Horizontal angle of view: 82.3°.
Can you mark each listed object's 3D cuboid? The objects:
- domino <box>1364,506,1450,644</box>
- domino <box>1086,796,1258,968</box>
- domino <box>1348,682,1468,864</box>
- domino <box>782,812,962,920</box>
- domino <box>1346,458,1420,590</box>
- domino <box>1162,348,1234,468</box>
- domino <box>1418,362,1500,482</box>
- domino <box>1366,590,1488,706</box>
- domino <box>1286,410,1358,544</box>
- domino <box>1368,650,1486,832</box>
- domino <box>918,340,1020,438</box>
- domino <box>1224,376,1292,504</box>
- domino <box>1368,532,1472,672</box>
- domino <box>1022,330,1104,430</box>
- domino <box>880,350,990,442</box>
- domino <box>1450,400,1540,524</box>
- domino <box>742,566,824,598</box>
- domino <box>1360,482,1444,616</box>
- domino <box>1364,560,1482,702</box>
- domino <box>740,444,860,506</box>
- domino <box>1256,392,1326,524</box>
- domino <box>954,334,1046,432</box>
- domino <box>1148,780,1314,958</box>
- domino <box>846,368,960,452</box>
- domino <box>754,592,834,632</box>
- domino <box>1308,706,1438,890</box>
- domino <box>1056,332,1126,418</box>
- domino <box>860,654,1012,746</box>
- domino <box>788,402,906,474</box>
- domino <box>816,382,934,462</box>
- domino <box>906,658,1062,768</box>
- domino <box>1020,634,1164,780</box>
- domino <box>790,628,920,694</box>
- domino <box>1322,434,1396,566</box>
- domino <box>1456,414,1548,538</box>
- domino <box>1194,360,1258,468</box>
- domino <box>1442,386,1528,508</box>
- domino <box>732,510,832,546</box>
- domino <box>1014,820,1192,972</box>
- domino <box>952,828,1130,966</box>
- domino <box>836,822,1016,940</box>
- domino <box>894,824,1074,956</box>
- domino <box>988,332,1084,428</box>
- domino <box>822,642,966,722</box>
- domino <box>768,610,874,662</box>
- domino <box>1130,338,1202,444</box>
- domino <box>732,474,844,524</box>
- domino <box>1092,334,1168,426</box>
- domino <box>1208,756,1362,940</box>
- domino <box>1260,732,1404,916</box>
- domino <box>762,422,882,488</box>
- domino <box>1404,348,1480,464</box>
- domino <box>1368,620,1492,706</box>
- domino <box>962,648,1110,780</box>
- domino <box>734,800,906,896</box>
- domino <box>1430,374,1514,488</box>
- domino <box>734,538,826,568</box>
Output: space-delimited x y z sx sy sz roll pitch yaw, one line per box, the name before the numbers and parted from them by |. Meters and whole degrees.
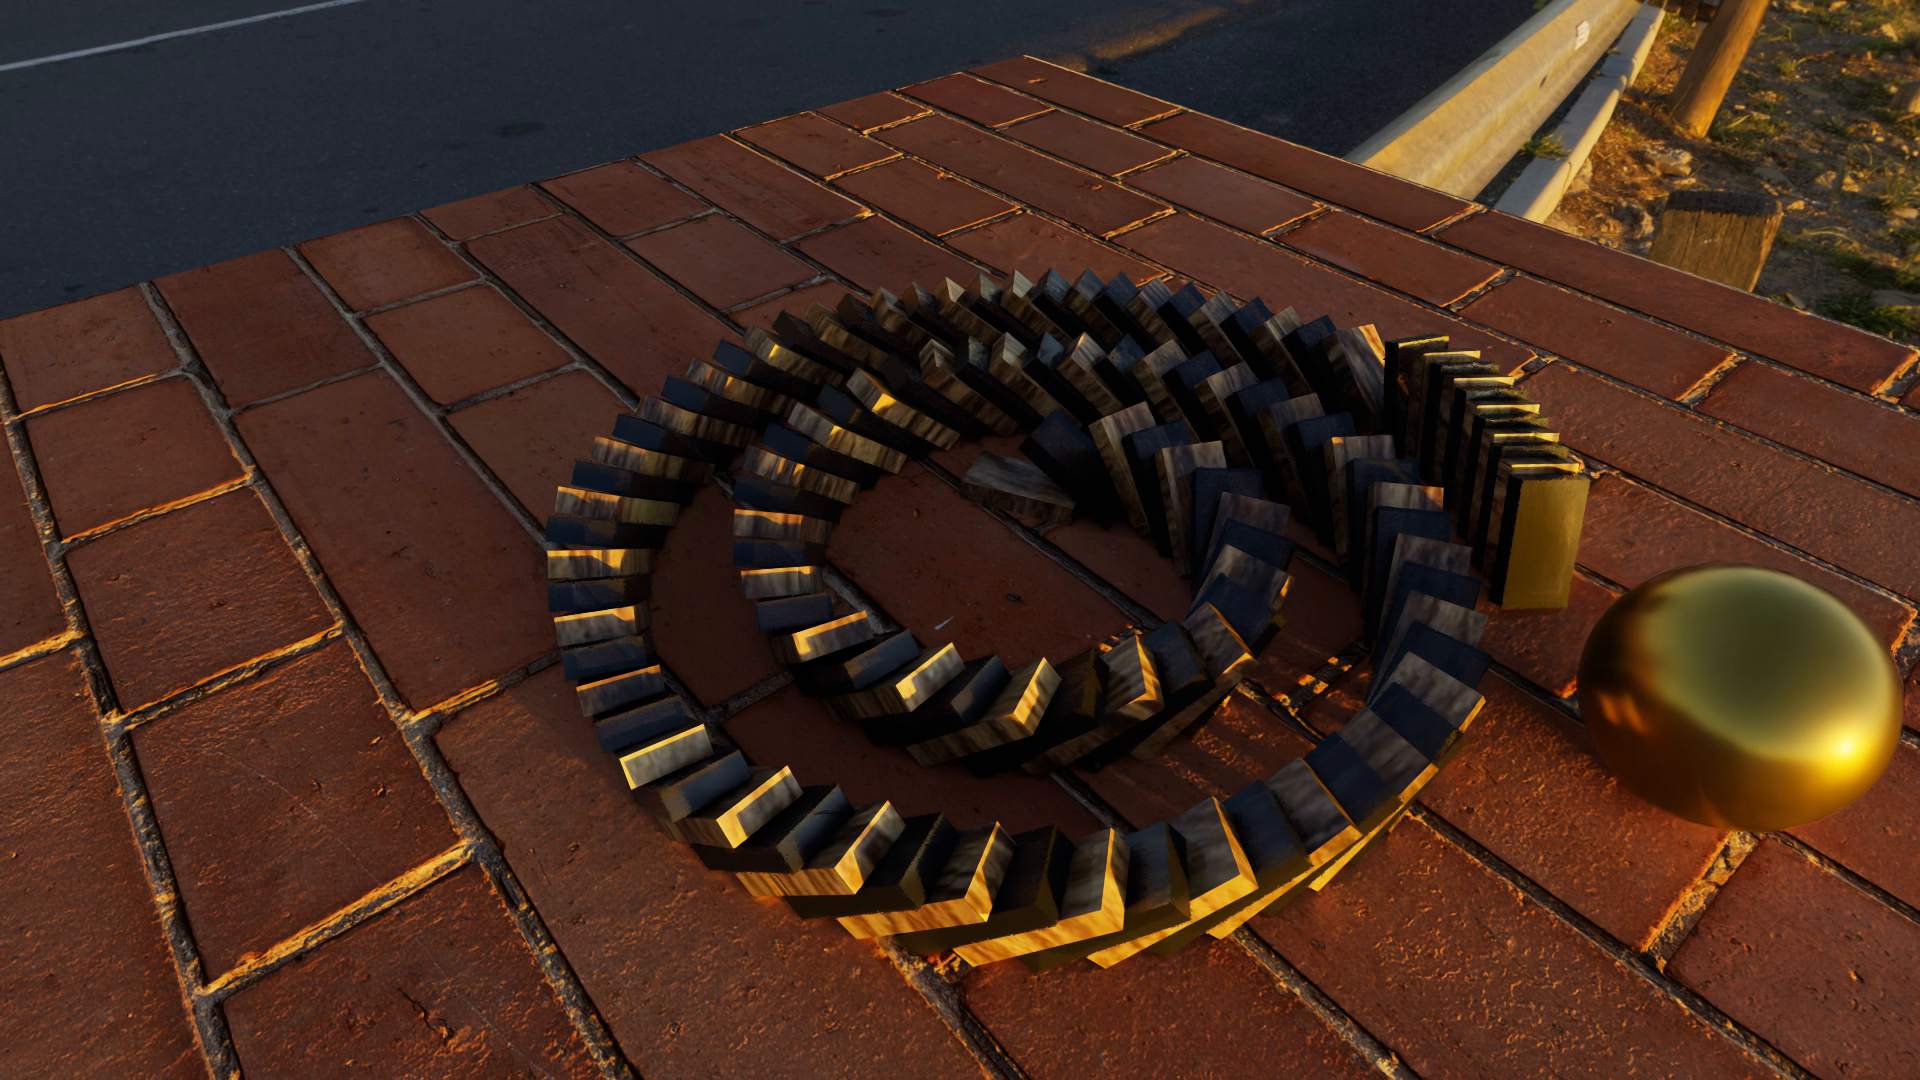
domino | 0.164 0.014 0.403 0.025 0.009 0.050 6 80 8
domino | 0.055 0.095 0.304 0.050 0.009 0.025 -36 35 20
domino | 0.126 0.071 0.334 0.050 0.010 0.025 -50 51 4
domino | -0.025 0.092 0.308 0.050 0.009 0.025 -22 22 41
domino | 0.165 -0.006 0.427 0.025 0.009 0.050 1 80 0
domino | 0.113 -0.058 0.490 0.025 0.010 0.050 -31 89 -33
domino | 0.214 -0.051 0.474 0.025 0.050 0.009 -1 18 -2
domino | 0.153 0.045 0.365 0.025 0.009 0.050 21 84 24
domino | 0.154 -0.026 0.451 0.025 0.009 0.050 -12 81 -14
domino | 0.137 0.063 0.343 0.025 0.009 0.050 36 91 35
domino | 0.004 -0.069 0.504 0.050 0.009 0.025 31 29 -28
domino | 0.136 -0.043 0.472 0.025 0.010 0.050 -21 84 -24
domino | 0.163 0.025 0.390 0.025 0.009 0.050 12 81 15
domino | 0.052 -0.071 0.507 0.050 0.010 0.025 39 38 -16
domino | -0.011 -0.065 0.498 0.050 0.009 0.025 27 23 -37
domino | 0.218 -0.032 0.450 0.025 0.050 0.009 -1 19 -1
domino | -0.064 0.015 0.400 0.025 0.009 0.050 -4 -2 -4
domino | 0.166 0.004 0.414 0.025 0.010 0.050 6 80 6
domino | 0.159 0.035 0.377 0.025 0.009 0.050 16 82 19
domino | -0.065 -0.026 0.451 0.025 0.009 0.050 21 2 25
domino | 0.146 -0.035 0.462 0.025 0.010 0.050 -16 82 -18
domino | 0.020 -0.071 0.506 0.050 0.010 0.025 34 31 -24
domino | 0.070 0.092 0.308 0.050 0.010 0.025 -38 38 17
domino | -0.025 -0.058 0.490 0.050 0.010 0.025 23 19 -45
domino | -0.059 0.025 0.388 0.025 0.009 0.050 -9 -2 -10
domino | 0.113 0.076 0.326 0.050 0.010 0.025 -48 49 6
domino | 0.068 -0.070 0.505 0.050 0.009 0.025 43 41 -13
domino | -0.009 0.052 0.355 0.050 0.009 0.025 -23 16 48
domino | -0.048 -0.043 0.472 0.025 0.009 0.050 34 9 34
domino | -0.037 -0.051 0.482 0.050 0.010 0.025 20 17 -49
domino | 0.007 0.055 0.351 0.050 0.009 0.025 -26 20 42
domino | 0.041 0.054 0.353 0.050 0.010 0.025 -36 31 25
domino | -0.036 0.041 0.369 0.025 0.010 0.050 -27 5 -29
domino | 0.162 -0.016 0.439 0.025 0.009 0.050 -3 80 -5
domino | 0.218 -0.025 0.442 0.025 0.050 0.009 -1 19 -1
domino | 0.125 -0.051 0.482 0.025 0.009 0.050 -25 86 -28
domino | 0.218 -0.038 0.458 0.025 0.050 0.010 -1 18 -2
domino | -0.068 -0.005 0.425 0.025 0.009 0.050 5 -2 6
domino | 0.038 0.098 0.301 0.050 0.010 0.025 -30 30 28
domino | 0.022 0.098 0.300 0.050 0.009 0.025 -27 28 32
domino | -0.010 0.095 0.304 0.050 0.009 0.025 -23 24 38
domino | 0.006 0.096 0.302 0.050 0.009 0.025 -26 26 34
domino | 0.036 -0.072 0.507 0.050 0.009 0.025 36 35 -20
domino | -0.022 0.047 0.361 0.025 0.009 0.050 -35 9 -35
domino | -0.049 0.034 0.378 0.025 0.009 0.050 -17 0 -20
domino | 0.101 -0.064 0.498 0.025 0.009 0.050 -36 92 -36
domino | -0.067 -0.016 0.438 0.025 0.010 0.050 12 -1 15
domino | 0.085 -0.068 0.502 0.050 0.010 0.025 48 47 -8
domino | 0.085 0.088 0.313 0.050 0.009 0.025 -42 42 12
domino | 0.100 0.082 0.319 0.050 0.009 0.025 -45 45 9
domino | -0.057 -0.035 0.462 0.025 0.010 0.050 28 5 30
domino | 0.211 -0.058 0.482 0.025 0.050 0.009 -3 18 -4
domino | 0.146 0.054 0.354 0.025 0.009 0.050 28 87 30
domino | 0.024 0.056 0.350 0.050 0.009 0.025 -32 25 33
domino | -0.040 0.088 0.313 0.050 0.010 0.025 -20 20 45
domino | 0.216 -0.045 0.466 0.025 0.050 0.009 -1 18 -2
domino | -0.067 0.005 0.413 0.025 0.009 0.050 1 -2 1
